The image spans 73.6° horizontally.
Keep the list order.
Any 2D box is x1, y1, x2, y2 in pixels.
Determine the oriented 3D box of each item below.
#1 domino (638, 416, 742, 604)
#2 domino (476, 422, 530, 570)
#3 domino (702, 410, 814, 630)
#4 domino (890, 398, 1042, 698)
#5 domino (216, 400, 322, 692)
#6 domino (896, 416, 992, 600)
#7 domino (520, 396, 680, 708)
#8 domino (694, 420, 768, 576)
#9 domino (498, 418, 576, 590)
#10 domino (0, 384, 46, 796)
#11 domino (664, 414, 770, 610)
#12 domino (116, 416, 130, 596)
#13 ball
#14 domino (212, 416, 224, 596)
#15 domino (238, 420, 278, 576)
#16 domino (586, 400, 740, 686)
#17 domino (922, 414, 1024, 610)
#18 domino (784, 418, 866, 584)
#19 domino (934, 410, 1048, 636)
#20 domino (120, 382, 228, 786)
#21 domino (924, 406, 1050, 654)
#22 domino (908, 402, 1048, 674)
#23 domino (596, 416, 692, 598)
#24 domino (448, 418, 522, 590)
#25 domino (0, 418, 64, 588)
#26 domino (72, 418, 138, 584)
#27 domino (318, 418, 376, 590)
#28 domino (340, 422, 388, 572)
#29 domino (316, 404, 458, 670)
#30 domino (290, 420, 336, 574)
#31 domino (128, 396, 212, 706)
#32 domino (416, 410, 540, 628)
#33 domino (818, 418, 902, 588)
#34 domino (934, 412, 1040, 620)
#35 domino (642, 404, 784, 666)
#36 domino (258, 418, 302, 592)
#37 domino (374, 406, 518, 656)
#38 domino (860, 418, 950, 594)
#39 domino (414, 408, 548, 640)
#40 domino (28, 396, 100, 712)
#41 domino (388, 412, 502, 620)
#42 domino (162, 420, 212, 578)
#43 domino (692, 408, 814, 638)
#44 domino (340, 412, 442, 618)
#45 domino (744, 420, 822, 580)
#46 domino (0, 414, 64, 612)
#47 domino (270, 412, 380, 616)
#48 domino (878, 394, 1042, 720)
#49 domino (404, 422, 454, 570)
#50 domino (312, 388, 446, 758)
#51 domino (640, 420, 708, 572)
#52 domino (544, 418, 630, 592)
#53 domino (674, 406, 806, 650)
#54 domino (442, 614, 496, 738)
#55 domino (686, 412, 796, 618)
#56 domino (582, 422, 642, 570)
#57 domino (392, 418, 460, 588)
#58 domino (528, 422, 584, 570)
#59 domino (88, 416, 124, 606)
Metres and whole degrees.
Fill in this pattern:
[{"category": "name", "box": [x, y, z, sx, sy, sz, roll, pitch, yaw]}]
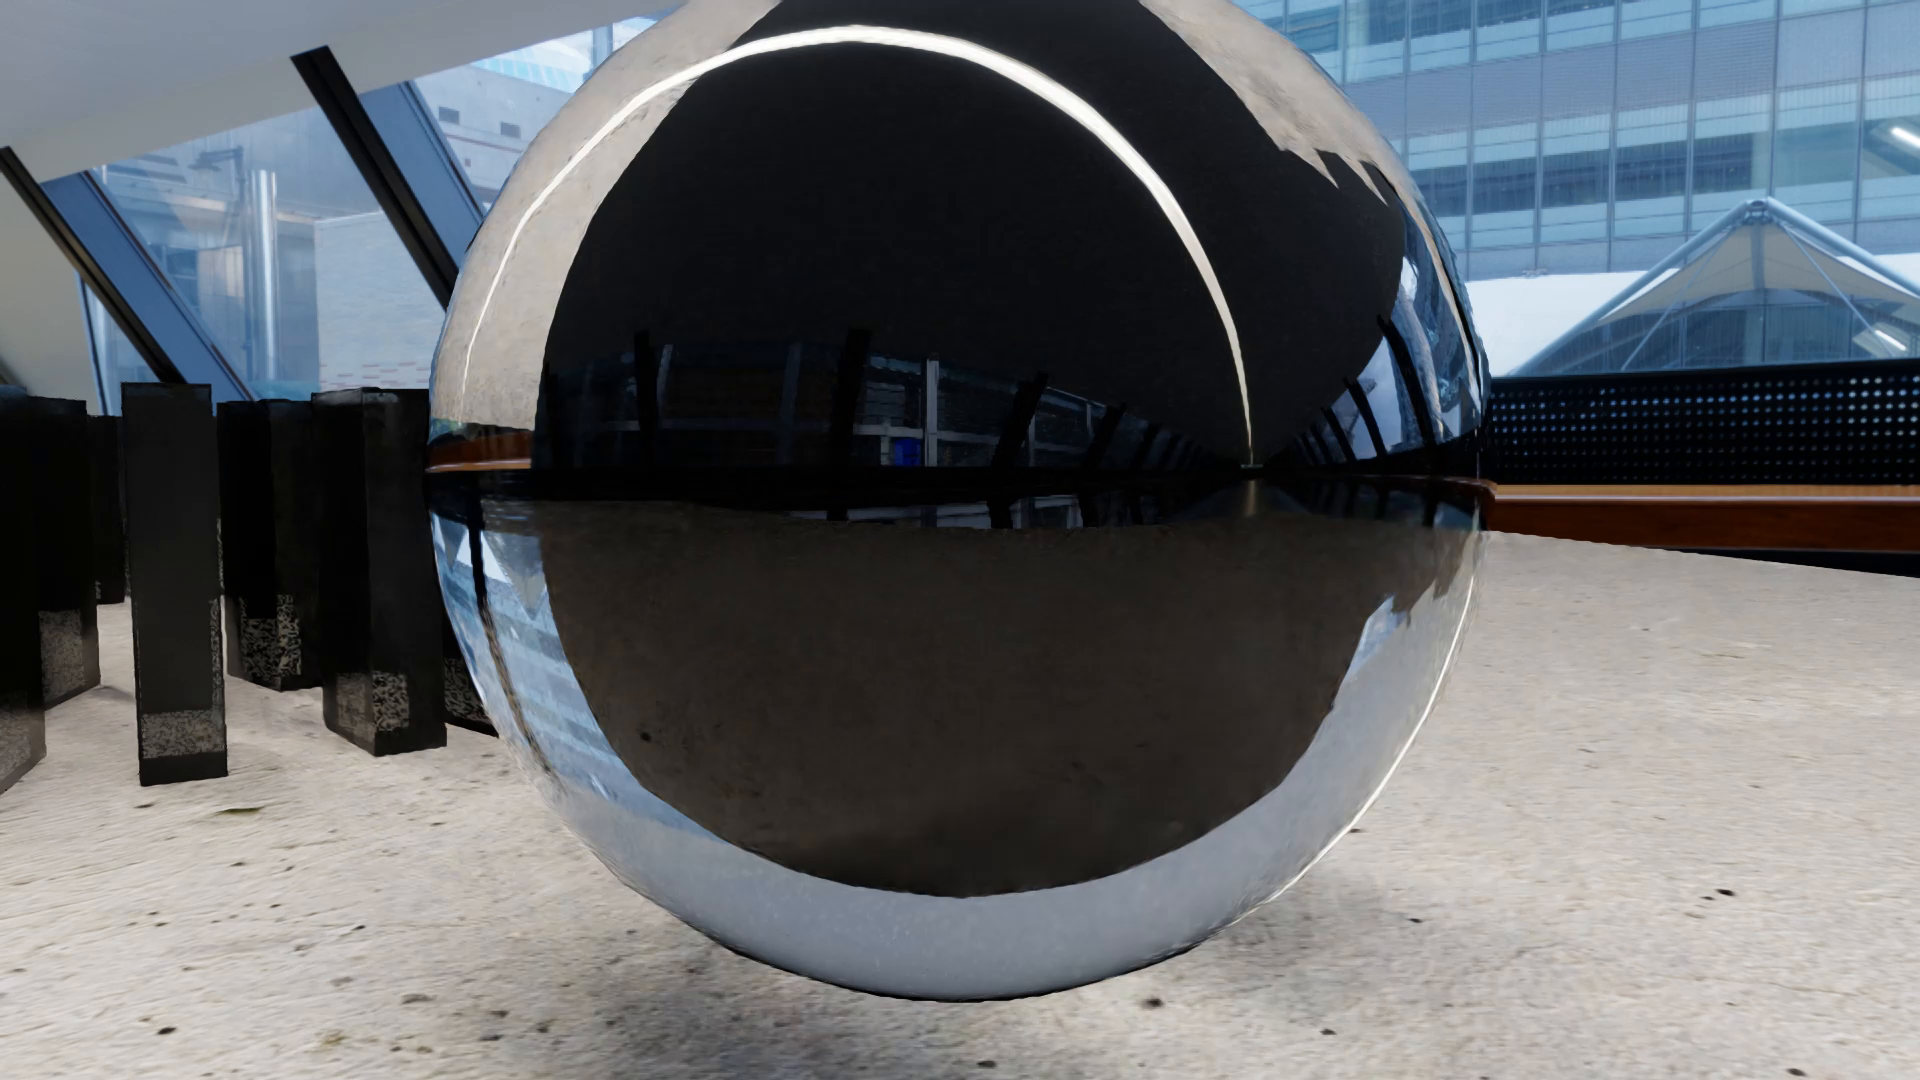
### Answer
[{"category": "domino", "box": [-0.073, -0.009, 0.349, 0.025, 0.050, 0.010, -4, 6, -39]}, {"category": "domino", "box": [-0.159, -0.016, 0.447, 0.010, 0.050, 0.025, 0, 4, -3]}, {"category": "domino", "box": [-0.047, -0.005, 0.299, 0.025, 0.050, 0.009, -1, 4, -12]}, {"category": "domino", "box": [0.001, 0.001, 0.220, 0.025, 0.050, 0.009, 0, 4, 6]}, {"category": "domino", "box": [-0.123, 0.000, 0.230, 0.025, 0.050, 0.010, 4, 6, 42]}, {"category": "domino", "box": [-0.004, -0.009, 0.356, 0.025, 0.050, 0.009, -2, 5, -28]}, {"category": "domino", "box": [-0.060, 0.001, 0.215, 0.025, 0.050, 0.009, 2, 5, 27]}, {"category": "domino", "box": [-0.076, -0.014, 0.427, 0.009, 0.050, 0.025, 3, 5, 30]}, {"category": "domino", "box": [-0.126, -0.011, 0.384, 0.009, 0.050, 0.025, 1, 4, 13]}, {"category": "domino", "box": [-0.124, 0.006, 0.160, 0.010, 0.050, 0.025, -2, 5, -24]}, {"category": "domino", "box": [-0.064, -0.008, 0.336, 0.025, 0.050, 0.009, -3, 5, -33]}, {"category": "domino", "box": [-0.227, -0.009, 0.358, 0.025, 0.050, 0.009, 4, 6, 44]}, {"category": "ball", "box": [0.000, -0.005, 0.103, 0.080, 0.080, 0.080, 0, 4, 0]}, {"category": "domino", "box": [-0.215, -0.010, 0.368, 0.010, 0.050, 0.025, -3, 5, -39]}, {"category": "domino", "box": [-0.234, -0.015, 0.428, 0.009, 0.050, 0.025, -2, 5, -27]}, {"category": "domino", "box": [-0.054, 0.000, 0.232, 0.025, 0.050, 0.009, 1, 5, 19]}, {"category": "domino", "box": [0.003, -0.008, 0.336, 0.025, 0.050, 0.010, -1, 4, -13]}, {"category": "domino", "box": [-0.042, -0.013, 0.402, 0.010, 0.050, 0.025, 4, 6, 42]}, {"category": "domino", "box": [0.007, -0.004, 0.289, 0.025, 0.050, 0.009, 0, 4, 1]}, {"category": "domino", "box": [-0.104, 0.005, 0.171, 0.009, 0.050, 0.025, -3, 5, -31]}, {"category": "domino", "box": [0.006, -0.002, 0.264, 0.025, 0.050, 0.009, 0, 4, 4]}, {"category": "domino", "box": [0.004, -0.001, 0.241, 0.025, 0.050, 0.010, 0, 4, 6]}, {"category": "domino", "box": [-0.090, -0.010, 0.366, 0.009, 0.050, 0.025, 4, 6, 40]}, {"category": "domino", "box": [-0.143, -0.011, 0.387, 0.009, 0.050, 0.025, 0, 4, 6]}, {"category": "domino", "box": [-0.281, -0.011, 0.386, 0.025, 0.050, 0.010, 3, 5, 36]}, {"category": "domino", "box": [-0.268, -0.013, 0.402, 0.025, 0.050, 0.010, 4, 6, 43]}, {"category": "domino", "box": [-0.183, -0.011, 0.384, 0.010, 0.050, 0.025, -1, 4, -13]}, {"category": "domino", "box": [-0.204, -0.015, 0.439, 0.009, 0.050, 0.025, -1, 4, -16]}, {"category": "domino", "box": [-0.111, -0.001, 0.249, 0.025, 0.050, 0.010, 2, 5, 24]}, {"category": "domino", "box": [-0.219, -0.015, 0.434, 0.010, 0.050, 0.025, -2, 5, -21]}, {"category": "domino", "box": [-0.135, 0.001, 0.220, 0.010, 0.050, 0.025, -2, 5, -30]}, {"category": "domino", "box": [-0.114, -0.005, 0.306, 0.025, 0.050, 0.010, -3, 5, -32]}, {"category": "domino", "box": [-0.030, -0.012, 0.391, 0.025, 0.050, 0.009, -4, 6, -44]}, {"category": "domino", "box": [0.007, -0.006, 0.313, 0.025, 0.050, 0.010, 0, 4, -4]}, {"category": "domino", "box": [-0.048, -0.001, 0.251, 0.025, 0.050, 0.010, 1, 4, 11]}, {"category": "domino", "box": [-0.200, -0.011, 0.378, 0.009, 0.050, 0.025, -2, 5, -28]}, {"category": "domino", "box": [-0.106, -0.002, 0.264, 0.025, 0.050, 0.009, 1, 4, 13]}, {"category": "domino", "box": [-0.016, -0.011, 0.374, 0.025, 0.050, 0.010, -3, 5, -37]}, {"category": "domino", "box": [-0.105, -0.004, 0.283, 0.025, 0.050, 0.009, -1, 4, -11]}, {"category": "domino", "box": [-0.154, 0.002, 0.213, 0.010, 0.050, 0.025, -1, 4, -16]}, {"category": "domino", "box": [-0.128, -0.006, 0.320, 0.010, 0.050, 0.025, 2, 5, 28]}, {"category": "domino", "box": [-0.252, -0.014, 0.417, 0.009, 0.050, 0.025, -3, 5, -37]}, {"category": "domino", "box": [-0.045, -0.004, 0.284, 0.025, 0.050, 0.009, 0, 4, -2]}, {"category": "domino", "box": [-0.144, -0.007, 0.325, 0.009, 0.050, 0.025, 1, 4, 11]}, {"category": "domino", "box": [-0.057, -0.014, 0.414, 0.009, 0.050, 0.025, 3, 5, 37]}, {"category": "domino", "box": [-0.246, -0.007, 0.332, 0.025, 0.050, 0.009, 2, 5, 28]}, {"category": "domino", "box": [-0.162, -0.007, 0.328, 0.009, 0.050, 0.025, 1, 4, 14]}, {"category": "domino", "box": [0.000, 0.002, 0.201, 0.025, 0.050, 0.010, 0, 4, 0]}, {"category": "domino", "box": [-0.184, -0.016, 0.444, 0.010, 0.050, 0.025, -1, 4, -10]}, {"category": "domino", "box": [-0.084, 0.004, 0.185, 0.009, 0.050, 0.025, -4, 6, -41]}, {"category": "domino", "box": [-0.097, -0.015, 0.438, 0.009, 0.050, 0.025, 2, 5, 23]}, {"category": "domino", "box": [-0.110, -0.011, 0.378, 0.010, 0.050, 0.025, 2, 5, 23]}, {"category": "domino", "box": [-0.046, -0.003, 0.268, 0.025, 0.050, 0.010, 0, 4, 5]}, {"category": "domino", "box": [-0.073, 0.003, 0.196, 0.025, 0.050, 0.009, 4, 6, 41]}, {"category": "domino", "box": [-0.055, -0.006, 0.320, 0.025, 0.050, 0.010, -2, 5, -25]}, {"category": "domino", "box": [-0.120, -0.016, 0.445, 0.009, 0.050, 0.025, 1, 4, 11]}, {"category": "domino", "box": [-0.161, -0.011, 0.387, 0.010, 0.050, 0.025, 0, 4, -2]}, {"category": "domino", "box": [-0.140, -0.016, 0.447, 0.009, 0.050, 0.025, 0, 4, 3]}, {"category": "domino", "box": [-0.237, -0.008, 0.346, 0.025, 0.050, 0.009, 3, 5, 37]}]
